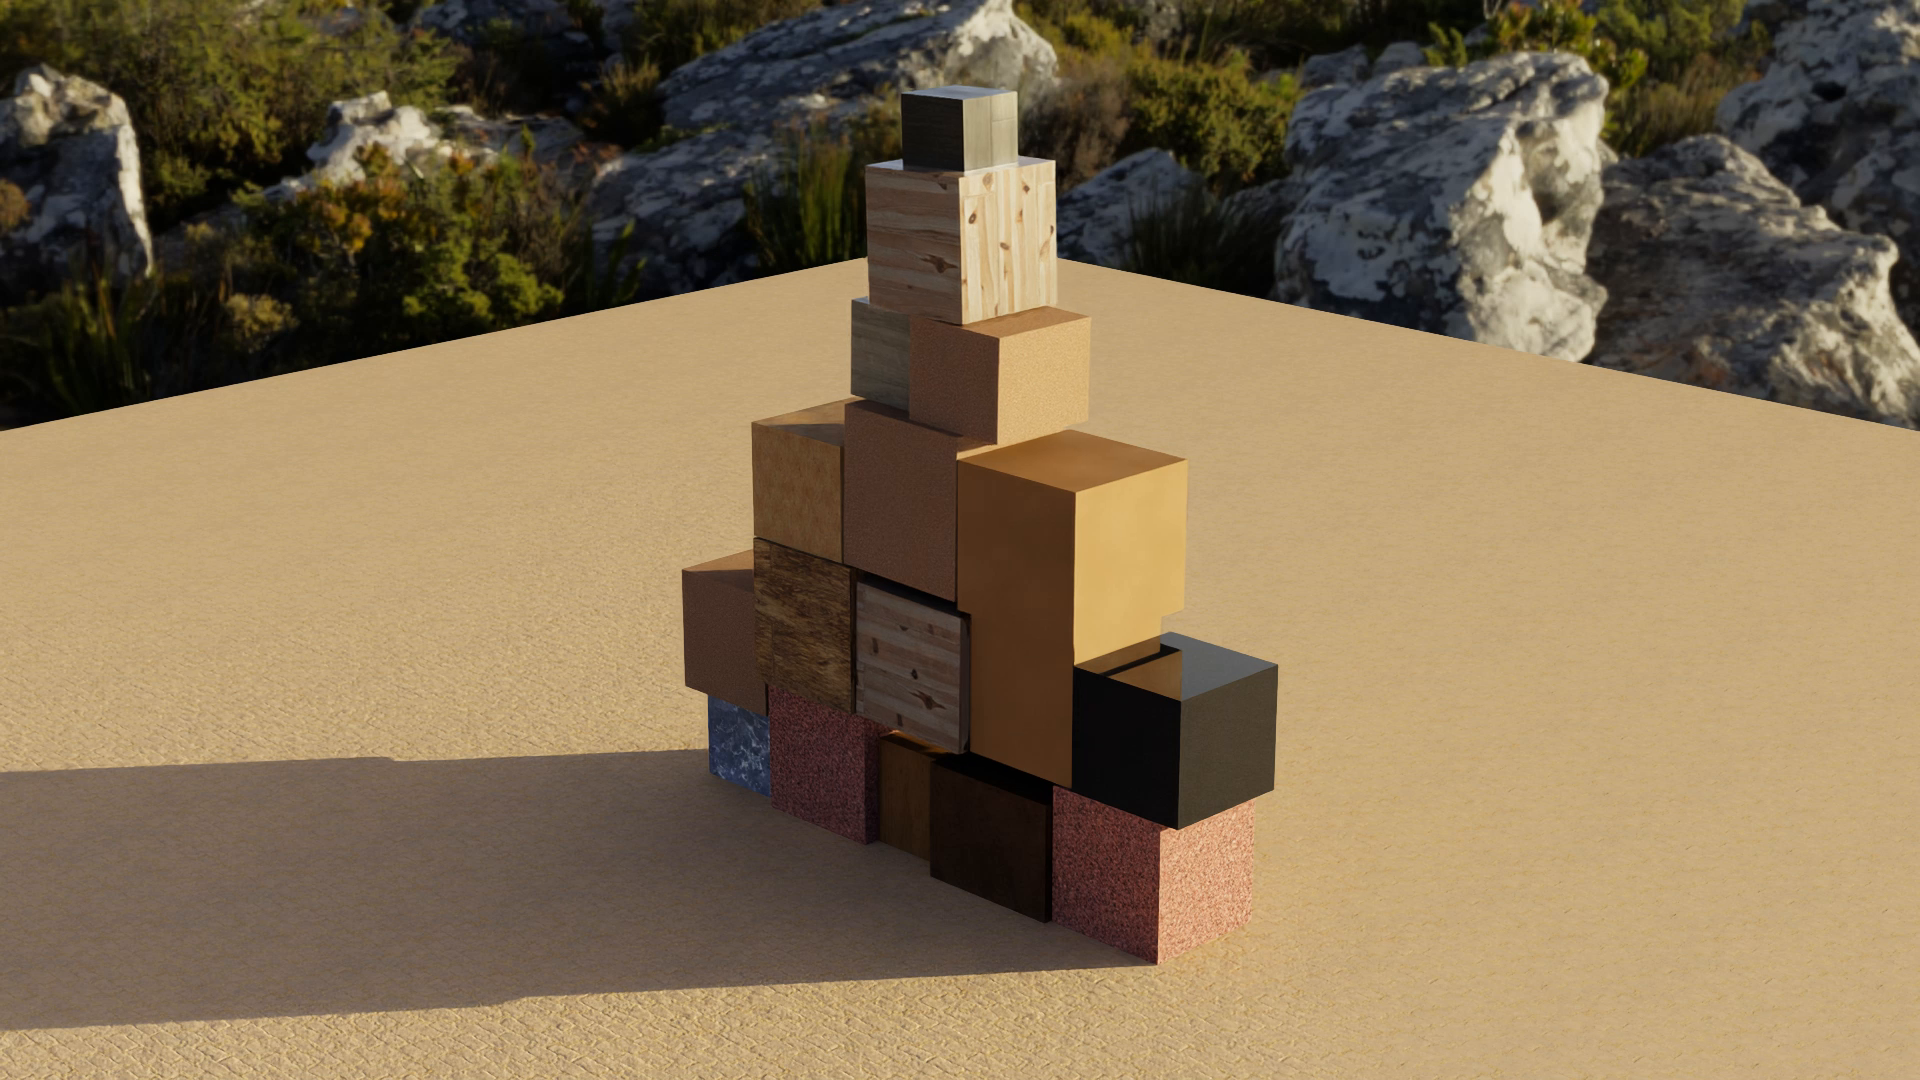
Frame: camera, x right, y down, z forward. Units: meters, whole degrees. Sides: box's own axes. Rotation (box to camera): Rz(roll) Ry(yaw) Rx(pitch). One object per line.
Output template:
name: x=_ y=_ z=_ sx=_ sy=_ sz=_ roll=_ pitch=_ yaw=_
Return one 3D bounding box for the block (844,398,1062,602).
block: x=-0.035 y=-0.239 z=13.285 sx=0.668 sy=0.756 sz=0.717 roll=-17 pitch=25 yaw=-42

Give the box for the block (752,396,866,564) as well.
block: x=-0.514 y=-0.295 z=13.775 sx=0.690 sy=0.554 sz=0.608 roll=-17 pitch=24 yaw=-42

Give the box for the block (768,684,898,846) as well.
block: x=-0.451 y=0.980 z=14.121 sx=0.648 sy=0.664 sz=0.668 roll=-17 pitch=24 yaw=-42

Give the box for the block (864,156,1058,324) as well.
block: x=0.008 y=-1.343 z=12.900 sx=0.593 sy=0.632 sz=0.584 roll=-17 pitch=22 yaw=-42

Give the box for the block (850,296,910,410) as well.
block: x=-0.170 y=-0.868 z=13.269 sx=0.458 sy=0.441 sz=0.460 roll=-17 pitch=25 yaw=-42

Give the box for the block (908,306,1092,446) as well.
block: x=0.174 y=-0.757 z=12.903 sx=0.574 sy=0.474 sz=0.547 roll=-17 pitch=25 yaw=-42

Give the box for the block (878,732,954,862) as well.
block: x=-0.039 y=1.165 z=13.770 sx=0.512 sy=0.520 sz=0.447 roll=-17 pitch=24 yaw=-42

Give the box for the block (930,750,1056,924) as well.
block: x=0.371 y=1.274 z=13.354 sx=0.715 sy=0.562 sz=0.721 roll=-17 pitch=24 yaw=-42

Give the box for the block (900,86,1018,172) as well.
block: x=-0.002 y=-1.796 z=12.773 sx=0.331 sy=0.308 sz=0.382 roll=-17 pitch=22 yaw=-42

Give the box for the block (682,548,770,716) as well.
block: x=-0.930 y=0.431 z=14.438 sx=0.620 sy=0.609 sz=0.603 roll=-17 pitch=24 yaw=-42

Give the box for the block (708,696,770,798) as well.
block: x=-0.873 y=0.946 z=14.576 sx=0.534 sy=0.456 sz=0.536 roll=-17 pitch=24 yaw=-42

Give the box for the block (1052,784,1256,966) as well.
block: x=0.847 y=1.379 z=12.875 sx=0.626 sy=0.649 sz=0.622 roll=-17 pitch=24 yaw=-42

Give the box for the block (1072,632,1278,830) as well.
block: x=0.923 y=0.811 z=12.633 sx=0.635 sy=0.578 sz=0.610 roll=-17 pitch=24 yaw=-42

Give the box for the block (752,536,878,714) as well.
block: x=-0.464 y=0.318 z=13.935 sx=0.776 sy=0.711 sz=0.665 roll=-17 pitch=24 yaw=-42

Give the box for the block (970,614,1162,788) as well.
block: x=0.466 y=0.636 z=13.028 sx=0.558 sy=0.674 sz=0.627 roll=-17 pitch=24 yaw=-42

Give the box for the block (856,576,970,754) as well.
block: x=0.004 y=0.503 z=13.472 sx=0.685 sy=0.648 sz=0.669 roll=-17 pitch=25 yaw=-42

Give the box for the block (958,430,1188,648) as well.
block: x=0.489 y=-0.021 z=12.845 sx=0.700 sy=0.689 sz=0.717 roll=17 pitch=24 yaw=42
